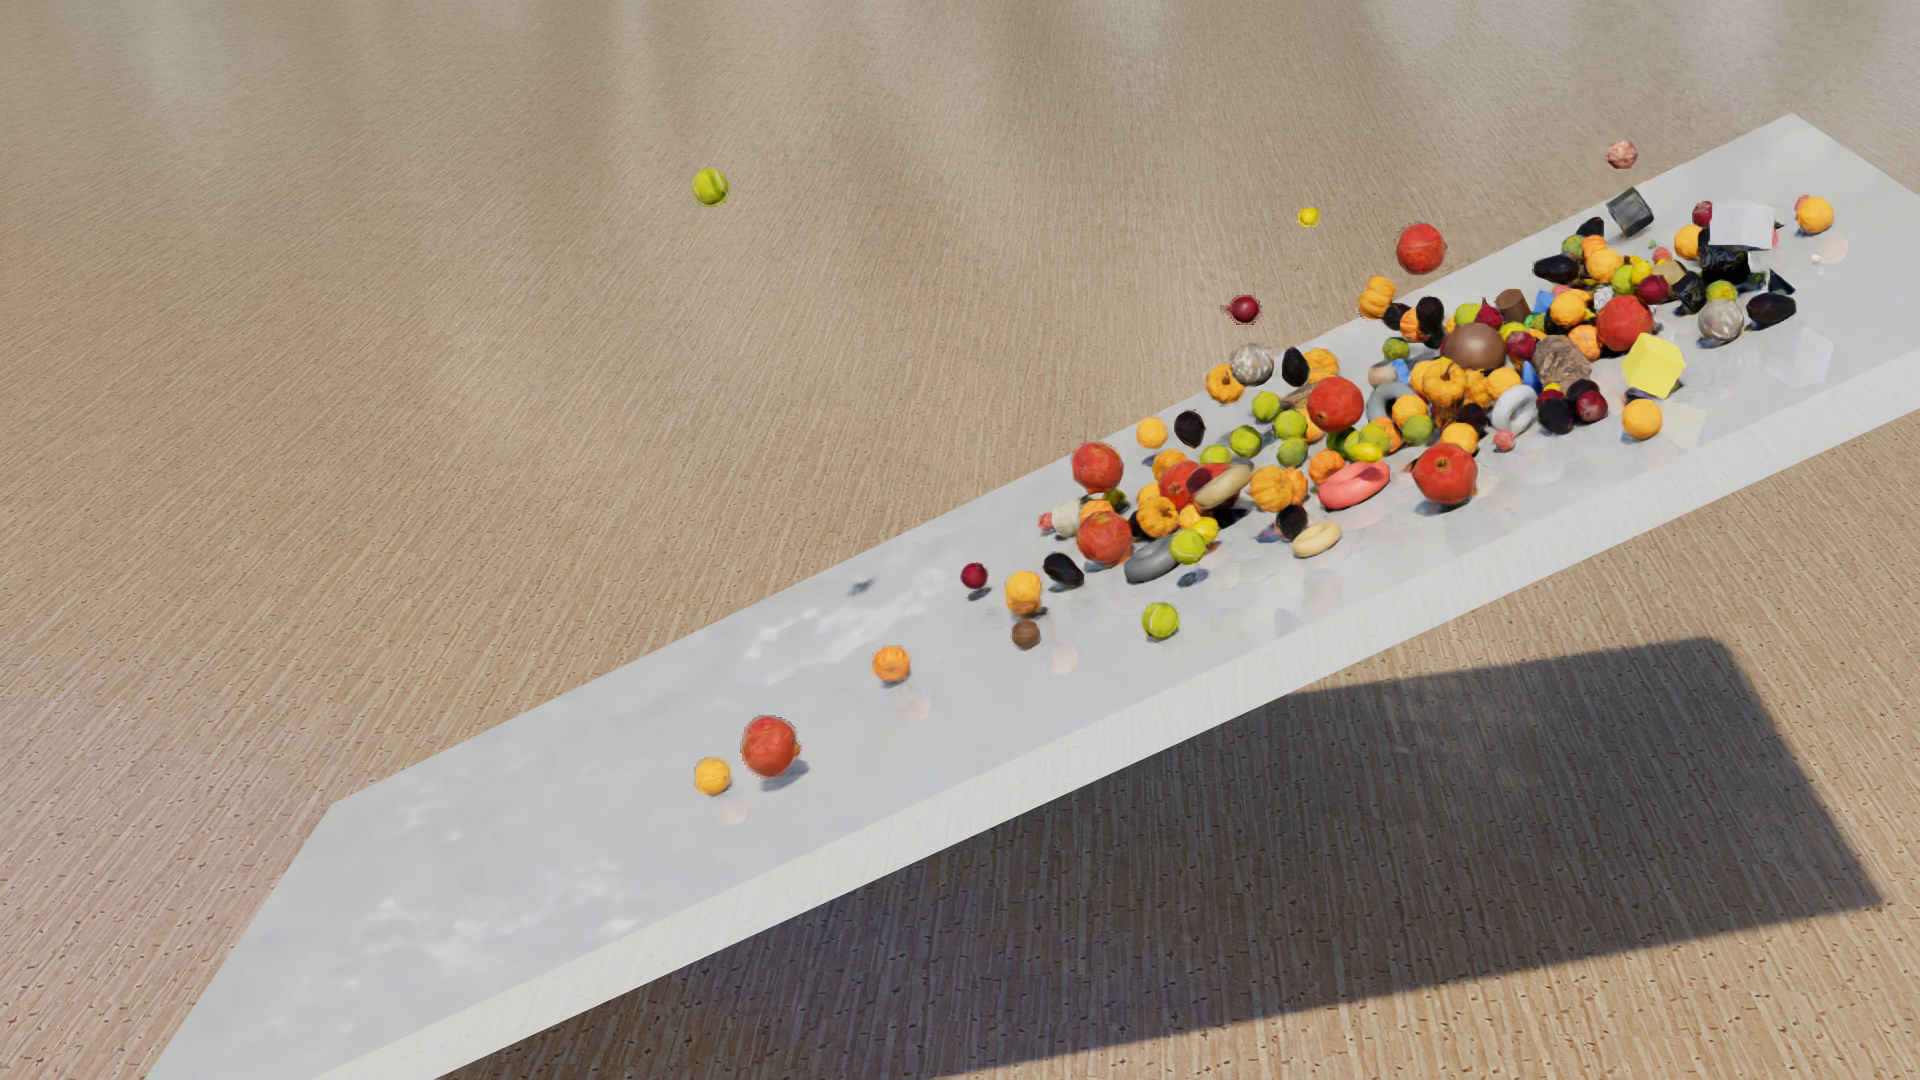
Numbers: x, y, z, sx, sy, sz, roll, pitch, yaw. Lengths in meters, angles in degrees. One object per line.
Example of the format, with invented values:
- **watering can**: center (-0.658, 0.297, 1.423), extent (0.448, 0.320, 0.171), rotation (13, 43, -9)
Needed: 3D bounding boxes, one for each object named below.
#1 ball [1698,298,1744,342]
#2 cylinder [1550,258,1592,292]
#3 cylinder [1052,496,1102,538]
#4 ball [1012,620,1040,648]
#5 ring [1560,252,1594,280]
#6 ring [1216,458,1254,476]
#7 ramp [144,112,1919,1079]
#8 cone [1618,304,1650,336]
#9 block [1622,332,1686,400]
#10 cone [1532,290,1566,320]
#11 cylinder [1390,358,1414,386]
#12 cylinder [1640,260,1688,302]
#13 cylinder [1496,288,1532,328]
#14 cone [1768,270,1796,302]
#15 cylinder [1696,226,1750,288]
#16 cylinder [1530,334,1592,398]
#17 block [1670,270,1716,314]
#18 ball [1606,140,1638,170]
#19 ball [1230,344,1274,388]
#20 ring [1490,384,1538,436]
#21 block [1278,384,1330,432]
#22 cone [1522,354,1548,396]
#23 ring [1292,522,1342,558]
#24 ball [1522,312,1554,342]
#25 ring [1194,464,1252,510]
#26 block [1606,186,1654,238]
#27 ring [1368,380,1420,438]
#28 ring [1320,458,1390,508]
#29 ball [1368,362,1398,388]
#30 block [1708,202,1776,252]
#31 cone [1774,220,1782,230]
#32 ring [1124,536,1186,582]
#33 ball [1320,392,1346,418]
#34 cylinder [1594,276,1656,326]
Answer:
- **ball**: center (1.431, -0.413, 5.533), extent (0.085, 0.085, 0.085), rotation (0, 17, 0)
- **cylinder**: center (1.326, -0.575, 6.379), extent (0.063, 0.063, 0.063), rotation (-15, 3, 42)
- **cylinder**: center (0.256, -0.052, 6.482), extent (0.078, 0.078, 0.078), rotation (-16, 3, 41)
- **ball**: center (0.131, 0.188, 5.882), extent (0.058, 0.058, 0.058), rotation (0, 17, 0)
- **ring**: center (1.277, -0.569, 6.096), extent (0.081, 0.027, 0.081), rotation (28, 22, -12)
- **ring**: center (0.588, -0.146, 6.297), extent (0.086, 0.029, 0.086), rotation (-27, 13, 7)
- **ramp**: center (0.139, 0.168, 6.281), extent (4.000, 0.100, 2.000), rotation (-25, 14, 10)
- **cone**: center (1.339, -0.429, 5.886), extent (0.068, 0.068, 0.068), rotation (-1, -17, -4)
- **block**: center (1.275, -0.321, 5.411), extent (0.077, 0.077, 0.077), rotation (20, 29, -10)
- **cone**: center (1.234, -0.477, 6.256), extent (0.078, 0.078, 0.078), rotation (28, 32, -19)
- **cylinder**: center (0.944, -0.357, 6.339), extent (0.051, 0.051, 0.051), rotation (-26, 14, 7)
- **cylinder**: center (1.427, -0.523, 5.958), extent (0.072, 0.072, 0.072), rotation (-15, -3, -41)
- **cylinder**: center (1.185, -0.495, 6.292), extent (0.062, 0.062, 0.062), rotation (-21, 39, 18)
- **cone**: center (1.564, -0.495, 5.637), extent (0.057, 0.057, 0.057), rotation (-26, 14, 7)
- **cylinder**: center (1.511, -0.563, 5.822), extent (0.092, 0.092, 0.092), rotation (0, 58, 1)
- **cylinder**: center (1.168, -0.339, 5.722), extent (0.100, 0.100, 0.100), rotation (0, 20, 0)
- **block**: center (1.447, -0.489, 5.803), extent (0.051, 0.051, 0.051), rotation (-41, 31, 5)
- **ball**: center (1.370, -0.796, 6.084), extent (0.061, 0.061, 0.061), rotation (0, 17, 0)
- **ball**: center (0.617, -0.369, 6.211), extent (0.092, 0.092, 0.092), rotation (0, 17, 0)
- **ring**: center (1.056, -0.247, 5.600), extent (0.109, 0.109, 0.036), rotation (-12, 38, -36)
- **block**: center (0.754, -0.287, 6.393), extent (0.076, 0.076, 0.076), rotation (-31, 14, -13)
- **cone**: center (1.132, -0.333, 5.818), extent (0.083, 0.083, 0.083), rotation (-26, 14, 7)
- **ring**: center (0.677, -0.002, 5.582), extent (0.101, 0.034, 0.101), rotation (-27, 13, 7)
- **ball**: center (1.204, -0.442, 6.121), extent (0.064, 0.064, 0.064), rotation (0, 17, 0)
- **ring**: center (0.533, -0.107, 5.960), extent (0.134, 0.045, 0.134), rotation (-34, 2, 1)
- **block**: center (1.482, -0.724, 6.500), extent (0.071, 0.071, 0.071), rotation (-34, -20, 9)
- **ring**: center (0.883, -0.266, 5.998), extent (0.118, 0.118, 0.039), rotation (13, 20, 38)
- **ring**: center (0.772, -0.111, 5.765), extent (0.150, 0.050, 0.150), rotation (-27, 12, 6)
- **ball**: center (0.882, -0.341, 6.139), extent (0.062, 0.062, 0.062), rotation (0, 17, 0)
- **block**: center (1.504, -0.603, 5.658), extent (0.083, 0.083, 0.083), rotation (6, -1, -33)
- **cone**: center (1.674, -0.650, 6.067), extent (0.050, 0.050, 0.050), rotation (5, 17, 14)
- **ring**: center (0.394, 0.039, 5.952), extent (0.137, 0.046, 0.137), rotation (-30, 12, 7)
- **ball**: center (0.798, -0.287, 6.285), extent (0.055, 0.055, 0.055), rotation (0, 17, 0)
- **cylinder**: center (1.345, -0.484, 5.944), extent (0.088, 0.088, 0.088), rotation (-10, 1, -31)
